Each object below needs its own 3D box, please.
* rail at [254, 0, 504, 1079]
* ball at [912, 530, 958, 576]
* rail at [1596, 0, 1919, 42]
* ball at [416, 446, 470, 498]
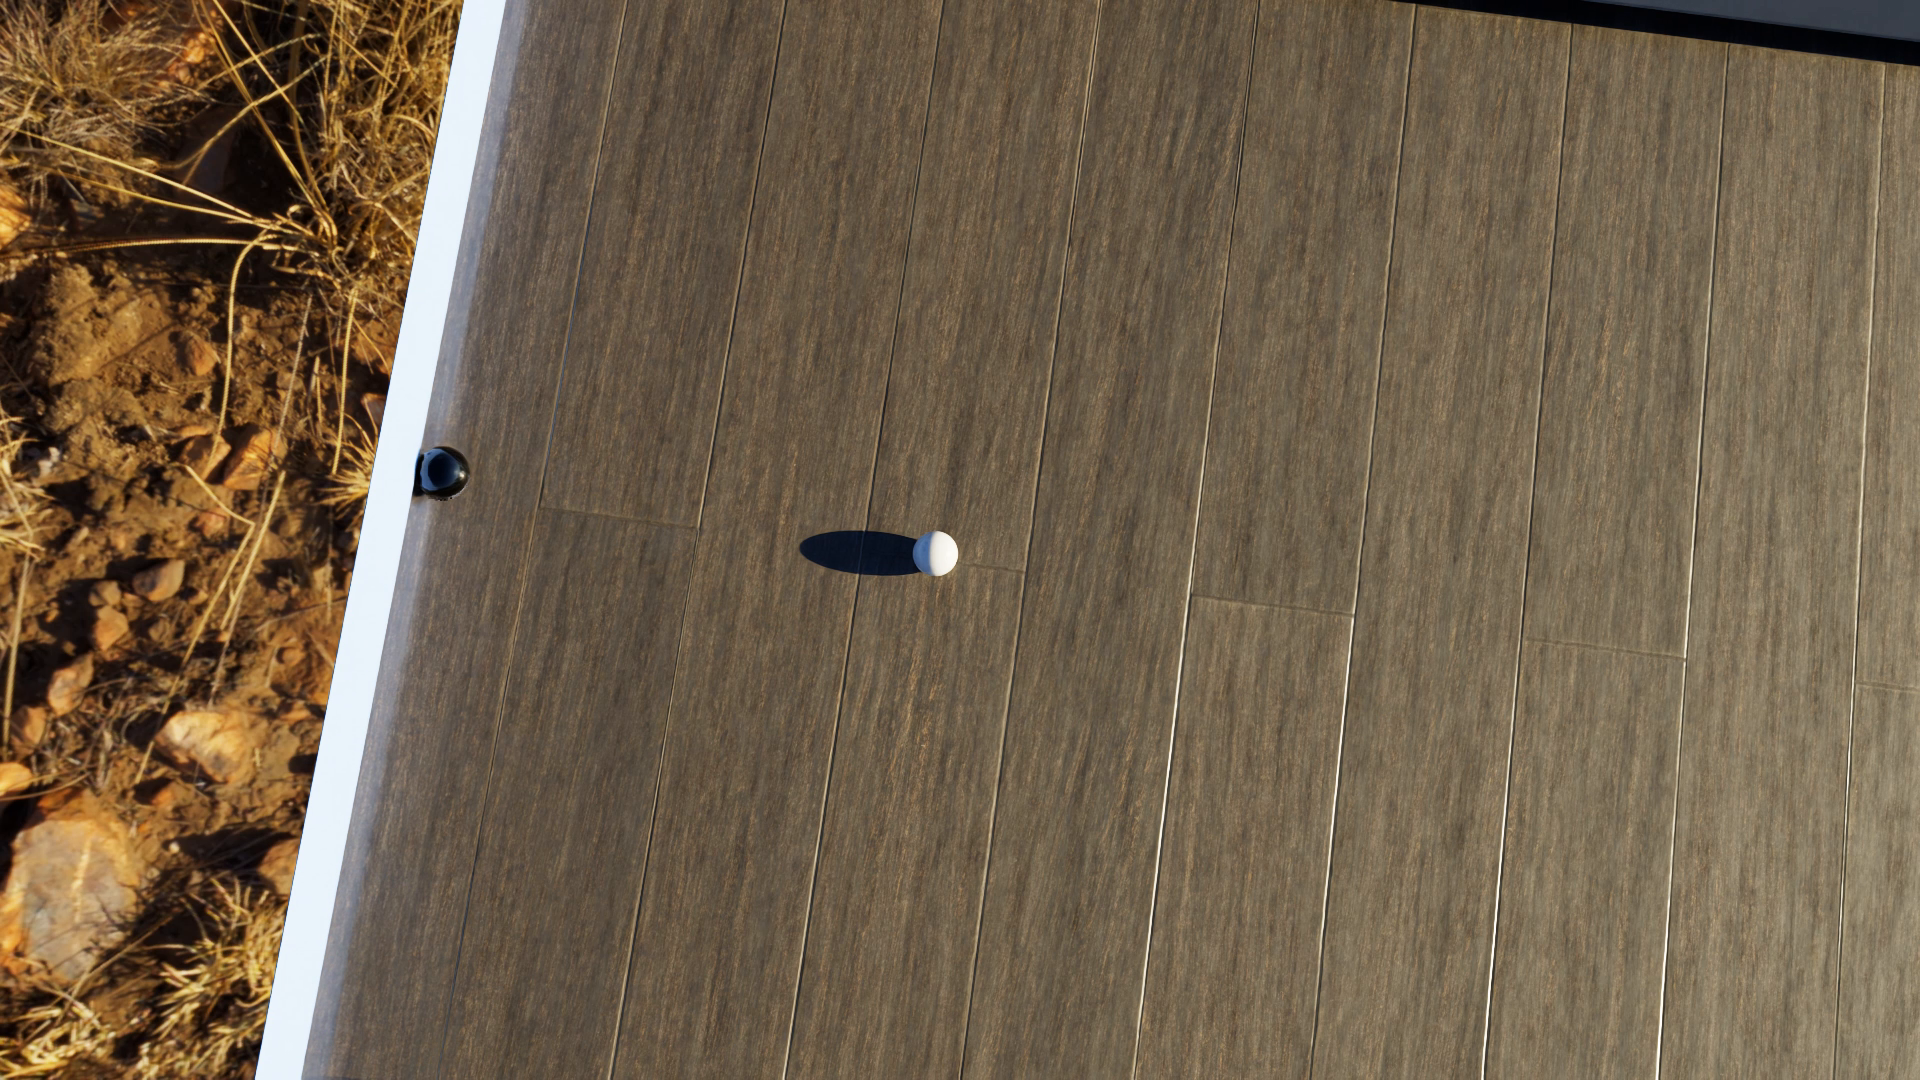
[{"bbox_3d":[-0.837,-0.116,3.298,0.045,0.126,2.059,7,78,2],"label":"rail"},{"bbox_3d":[-0.037,0.021,3.300,0.068,0.068,0.068,0,78,0],"label":"ball"},{"bbox_3d":[0.994,-0.868,3.454,3.472,0.126,0.045,7,78,2],"label":"rail"},{"bbox_3d":[-0.781,-0.102,3.319,0.080,0.080,0.080,0,78,0],"label":"ball"}]
